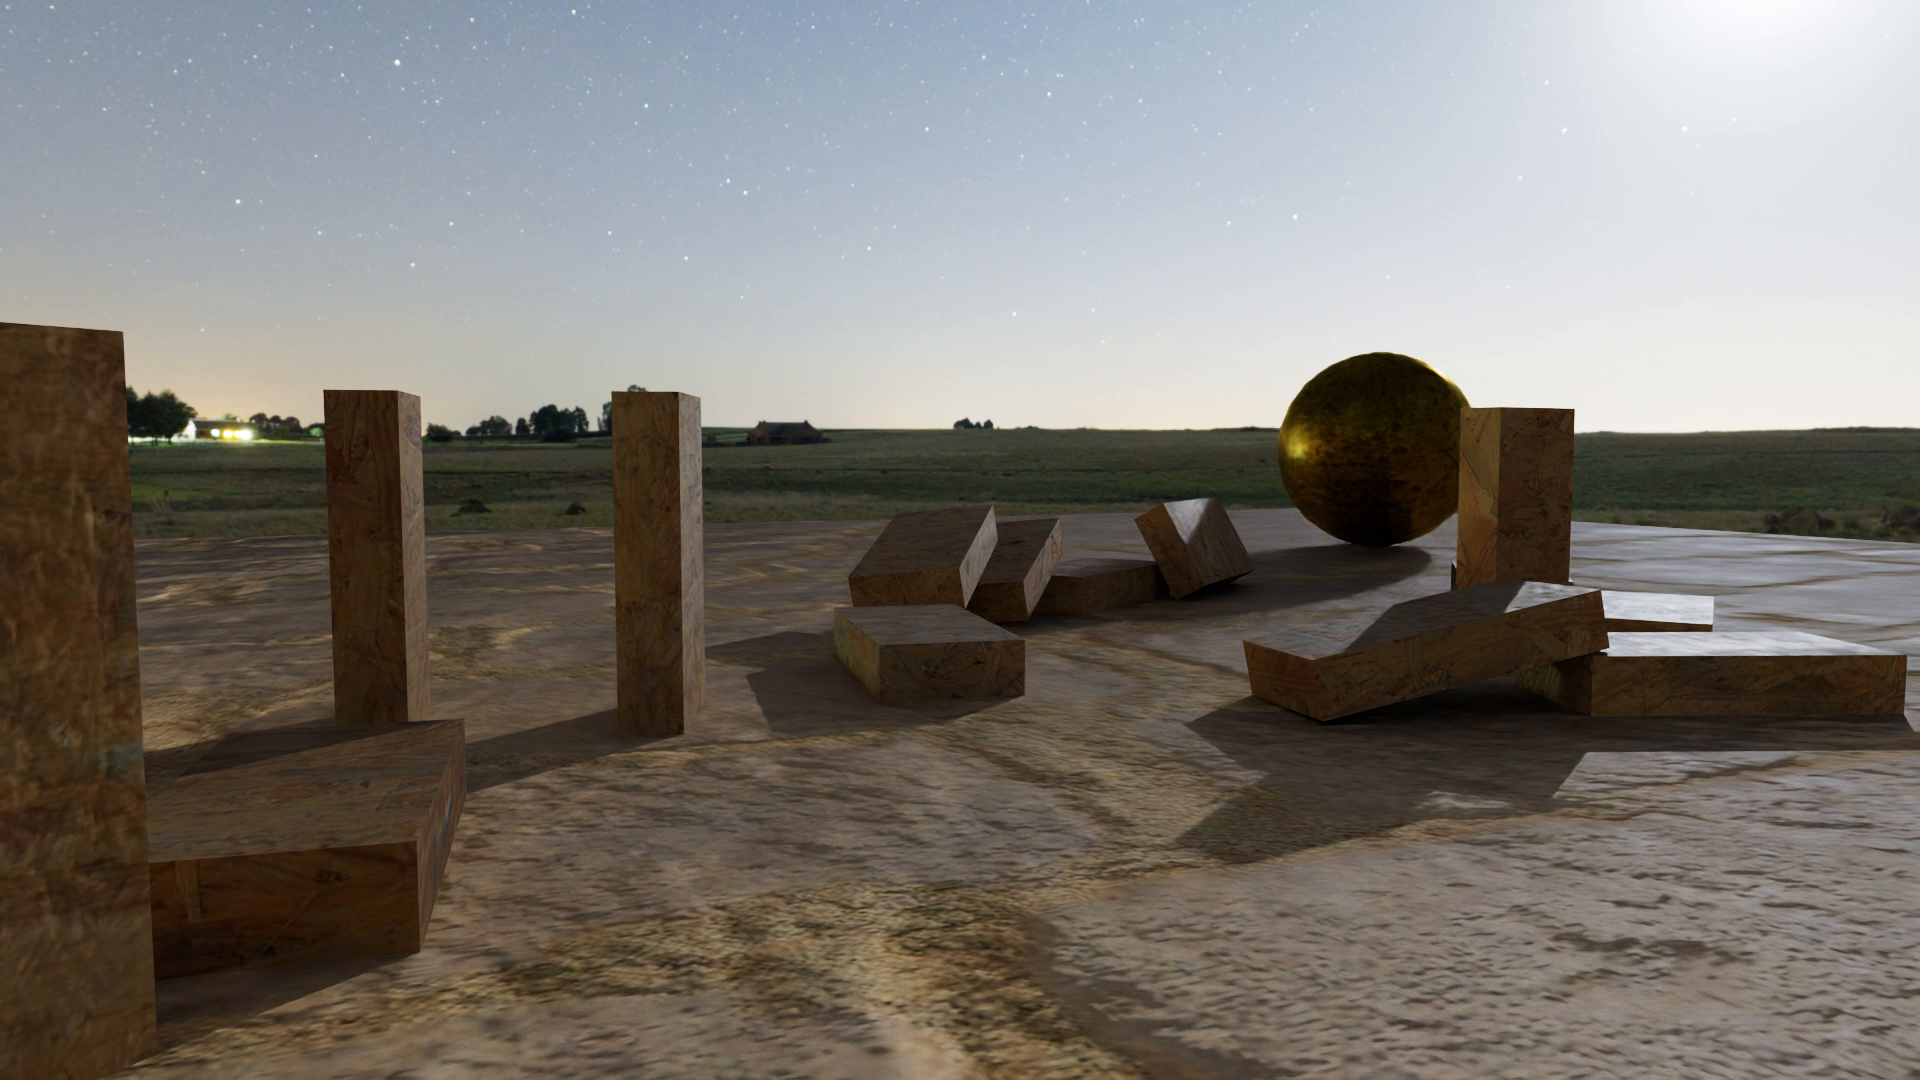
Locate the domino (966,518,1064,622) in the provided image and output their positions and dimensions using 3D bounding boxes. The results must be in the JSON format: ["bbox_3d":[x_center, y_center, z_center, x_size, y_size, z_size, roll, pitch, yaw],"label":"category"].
[{"bbox_3d":[0.009,0.007,0.319,0.025,0.010,0.050,-4,17,16],"label":"domino"}]

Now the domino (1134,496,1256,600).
[{"bbox_3d":[0.069,0.002,0.370,0.009,0.025,0.050,-31,-11,27],"label":"domino"}]

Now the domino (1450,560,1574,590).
[{"bbox_3d":[0.143,0.013,0.335,0.025,0.010,0.050,1,5,18],"label":"domino"}]

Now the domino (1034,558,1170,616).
[{"bbox_3d":[0.034,0.012,0.346,0.025,0.010,0.050,3,5,35],"label":"domino"}]

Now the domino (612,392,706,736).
[{"bbox_3d":[-0.046,0.003,0.198,0.009,0.050,0.025,0,4,-4],"label":"domino"}]

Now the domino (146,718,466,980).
[{"bbox_3d":[-0.064,0.028,0.127,0.025,0.010,0.050,-1,4,-17],"label":"domino"}]

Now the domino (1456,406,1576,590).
[{"bbox_3d":[0.118,-0.003,0.274,0.025,0.050,0.009,-3,5,-31],"label":"domino"}]

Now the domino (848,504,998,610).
[{"bbox_3d":[-0.007,0.004,0.303,0.025,0.009,0.050,-5,16,12],"label":"domino"}]

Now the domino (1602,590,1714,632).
[{"bbox_3d":[0.140,0.018,0.263,0.025,0.009,0.050,3,5,31],"label":"domino"}]

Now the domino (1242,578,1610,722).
[{"bbox_3d":[0.075,0.017,0.210,0.050,0.010,0.025,-12,5,-11],"label":"domino"}]

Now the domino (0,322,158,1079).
[{"bbox_3d":[-0.066,0.012,0.079,0.009,0.050,0.025,2,5,26],"label":"domino"}]

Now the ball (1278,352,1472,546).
[{"bbox_3d":[0.173,-0.037,0.532,0.080,0.080,0.080,0,4,0],"label":"ball"}]

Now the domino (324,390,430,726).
[{"bbox_3d":[-0.087,0.003,0.193,0.009,0.050,0.025,-1,4,-16],"label":"domino"}]

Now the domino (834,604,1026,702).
[{"bbox_3d":[-0.007,0.020,0.238,0.025,0.010,0.050,-1,4,-14],"label":"domino"}]

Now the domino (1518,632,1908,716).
[{"bbox_3d":[0.123,0.022,0.213,0.050,0.010,0.025,0,4,-2],"label":"domino"}]
